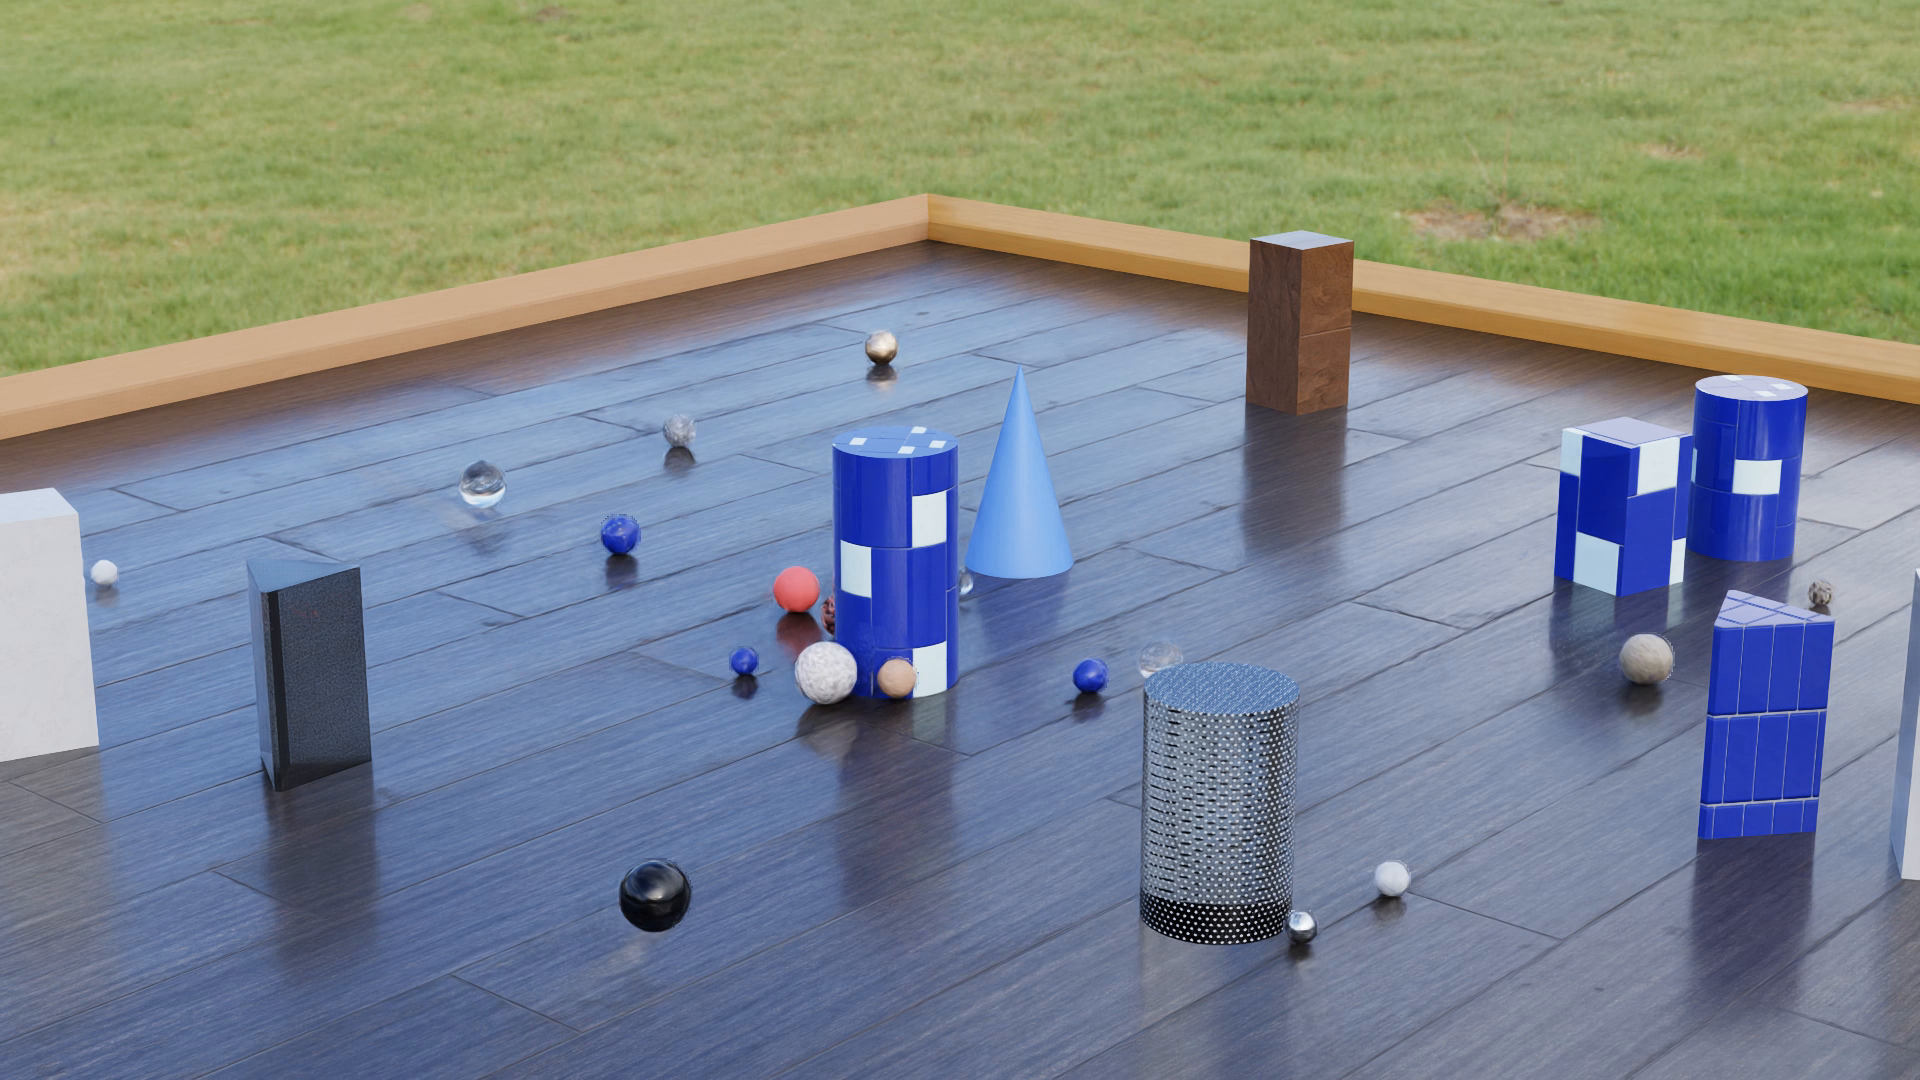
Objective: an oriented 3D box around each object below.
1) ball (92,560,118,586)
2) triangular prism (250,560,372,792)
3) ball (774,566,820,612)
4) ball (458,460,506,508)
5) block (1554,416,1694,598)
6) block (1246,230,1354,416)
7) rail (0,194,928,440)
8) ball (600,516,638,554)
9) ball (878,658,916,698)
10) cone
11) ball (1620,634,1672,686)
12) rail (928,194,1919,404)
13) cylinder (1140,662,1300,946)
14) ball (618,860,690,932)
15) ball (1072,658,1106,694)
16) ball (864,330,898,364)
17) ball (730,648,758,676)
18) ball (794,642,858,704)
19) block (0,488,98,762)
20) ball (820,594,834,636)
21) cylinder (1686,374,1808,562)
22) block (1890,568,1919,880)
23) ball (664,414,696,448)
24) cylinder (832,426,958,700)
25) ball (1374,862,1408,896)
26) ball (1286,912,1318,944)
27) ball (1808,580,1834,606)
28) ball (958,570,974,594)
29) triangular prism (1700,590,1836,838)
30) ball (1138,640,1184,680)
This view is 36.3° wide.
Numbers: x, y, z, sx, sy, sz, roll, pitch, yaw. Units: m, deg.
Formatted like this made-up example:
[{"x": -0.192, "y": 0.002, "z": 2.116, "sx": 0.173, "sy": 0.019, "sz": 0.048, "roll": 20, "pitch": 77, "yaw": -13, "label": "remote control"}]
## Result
[{"x": -1.512, "y": 0.058, "z": 5.181, "sx": 0.045, "sy": 0.045, "sz": 0.045, "roll": 0, "pitch": 17, "yaw": 0, "label": "ball"}, {"x": -0.988, "y": 0.187, "z": 4.309, "sx": 0.149, "sy": 0.303, "sz": 0.172, "roll": 14, "pitch": 22, "yaw": 38, "label": "triangular prism"}, {"x": -0.280, "y": 0.085, "z": 5.033, "sx": 0.080, "sy": 0.080, "sz": 0.080, "roll": 0, "pitch": 17, "yaw": 0, "label": "ball"}, {"x": -0.921, "y": -0.107, "z": 5.653, "sx": 0.091, "sy": 0.091, "sz": 0.091, "roll": 0, "pitch": 17, "yaw": 0, "label": "ball"}, {"x": 1.173, "y": -0.061, "z": 5.190, "sx": 0.159, "sy": 0.269, "sz": 0.159, "roll": -12, "pitch": 20, "yaw": -34, "label": "block"}, {"x": 0.741, "y": -0.476, "z": 6.404, "sx": 0.159, "sy": 0.364, "sz": 0.159, "roll": -13, "pitch": 21, "yaw": -37, "label": "block"}, {"x": -1.656, "y": -0.382, "z": 6.496, "sx": 0.045, "sy": 0.129, "sz": 4.824, "roll": 14, "pitch": 22, "yaw": 39, "label": "rail"}, {"x": -0.623, "y": -0.009, "z": 5.362, "sx": 0.070, "sy": 0.070, "sz": 0.070, "roll": 0, "pitch": 17, "yaw": 0, "label": "ball"}, {"x": -0.099, "y": 0.216, "z": 4.579, "sx": 0.061, "sy": 0.061, "sz": 0.061, "roll": 0, "pitch": 17, "yaw": 0, "label": "ball"}, {"x": 0.107, "y": -0.138, "z": 5.268, "sx": 0.198, "sy": 0.372, "sz": 0.198, "roll": 0, "pitch": 17, "yaw": 0, "label": "cone"}, {"x": 1.095, "y": 0.190, "z": 4.679, "sx": 0.083, "sy": 0.083, "sz": 0.083, "roll": 0, "pitch": 17, "yaw": 0, "label": "ball"}, {"x": 1.566, "y": -0.488, "z": 6.846, "sx": 4.433, "sy": 0.129, "sz": 0.045, "roll": 14, "pitch": 22, "yaw": 39, "label": "rail"}, {"x": 0.334, "y": 0.338, "z": 3.788, "sx": 0.198, "sy": 0.313, "sz": 0.198, "roll": 0, "pitch": 17, "yaw": 0, "label": "cylinder"}, {"x": -0.393, "y": 0.458, "z": 3.773, "sx": 0.093, "sy": 0.093, "sz": 0.093, "roll": 0, "pitch": 17, "yaw": 0, "label": "ball"}, {"x": 0.205, "y": 0.215, "z": 4.644, "sx": 0.055, "sy": 0.055, "sz": 0.055, "roll": 0, "pitch": 17, "yaw": 0, "label": "ball"}, {"x": -0.181, "y": -0.447, "z": 6.800, "sx": 0.079, "sy": 0.079, "sz": 0.079, "roll": 0, "pitch": 17, "yaw": 0, "label": "ball"}, {"x": -0.348, "y": 0.196, "z": 4.728, "sx": 0.044, "sy": 0.044, "sz": 0.044, "roll": 0, "pitch": 17, "yaw": 0, "label": "ball"}, {"x": -0.210, "y": 0.208, "z": 4.592, "sx": 0.099, "sy": 0.099, "sz": 0.099, "roll": 0, "pitch": 17, "yaw": 0, "label": "ball"}, {"x": -1.408, "y": 0.126, "z": 4.404, "sx": 0.159, "sy": 0.365, "sz": 0.159, "roll": -9, "pitch": 19, "yaw": -28, "label": "block"}, {"x": -0.193, "y": 0.125, "z": 4.900, "sx": 0.081, "sy": 0.081, "sz": 0.081, "roll": 0, "pitch": 17, "yaw": 0, "label": "ball"}, {"x": 1.440, "y": -0.133, "z": 5.376, "sx": 0.198, "sy": 0.300, "sz": 0.198, "roll": 0, "pitch": 17, "yaw": 0, "label": "cylinder"}, {"x": 1.359, "y": 0.251, "z": 3.946, "sx": 0.159, "sy": 0.388, "sz": 0.159, "roll": 3, "pitch": 17, "yaw": 11, "label": "block"}, {"x": -0.583, "y": -0.227, "z": 6.089, "sx": 0.068, "sy": 0.068, "sz": 0.068, "roll": 0, "pitch": 17, "yaw": 0, "label": "ball"}, {"x": -0.102, "y": 0.034, "z": 4.659, "sx": 0.198, "sy": 0.393, "sz": 0.198, "roll": 0, "pitch": 17, "yaw": 0, "label": "cylinder"}, {"x": 0.571, "y": 0.449, "z": 3.885, "sx": 0.046, "sy": 0.046, "sz": 0.046, "roll": 0, "pitch": 17, "yaw": 0, "label": "ball"}, {"x": 0.435, "y": 0.495, "z": 3.741, "sx": 0.041, "sy": 0.041, "sz": 0.041, "roll": 0, "pitch": 17, "yaw": 0, "label": "ball"}, {"x": 1.490, "y": 0.092, "z": 5.075, "sx": 0.043, "sy": 0.043, "sz": 0.043, "roll": 0, "pitch": 17, "yaw": 0, "label": "ball"}, {"x": 0.004, "y": 0.074, "z": 5.136, "sx": 0.041, "sy": 0.041, "sz": 0.041, "roll": 0, "pitch": 17, "yaw": 0, "label": "ball"}, {"x": 1.102, "y": 0.240, "z": 4.117, "sx": 0.172, "sy": 0.311, "sz": 0.149, "roll": -3, "pitch": 17, "yaw": -9, "label": "triangular prism"}, {"x": 0.321, "y": 0.195, "z": 4.683, "sx": 0.071, "sy": 0.071, "sz": 0.071, "roll": 0, "pitch": 17, "yaw": 0, "label": "ball"}]
